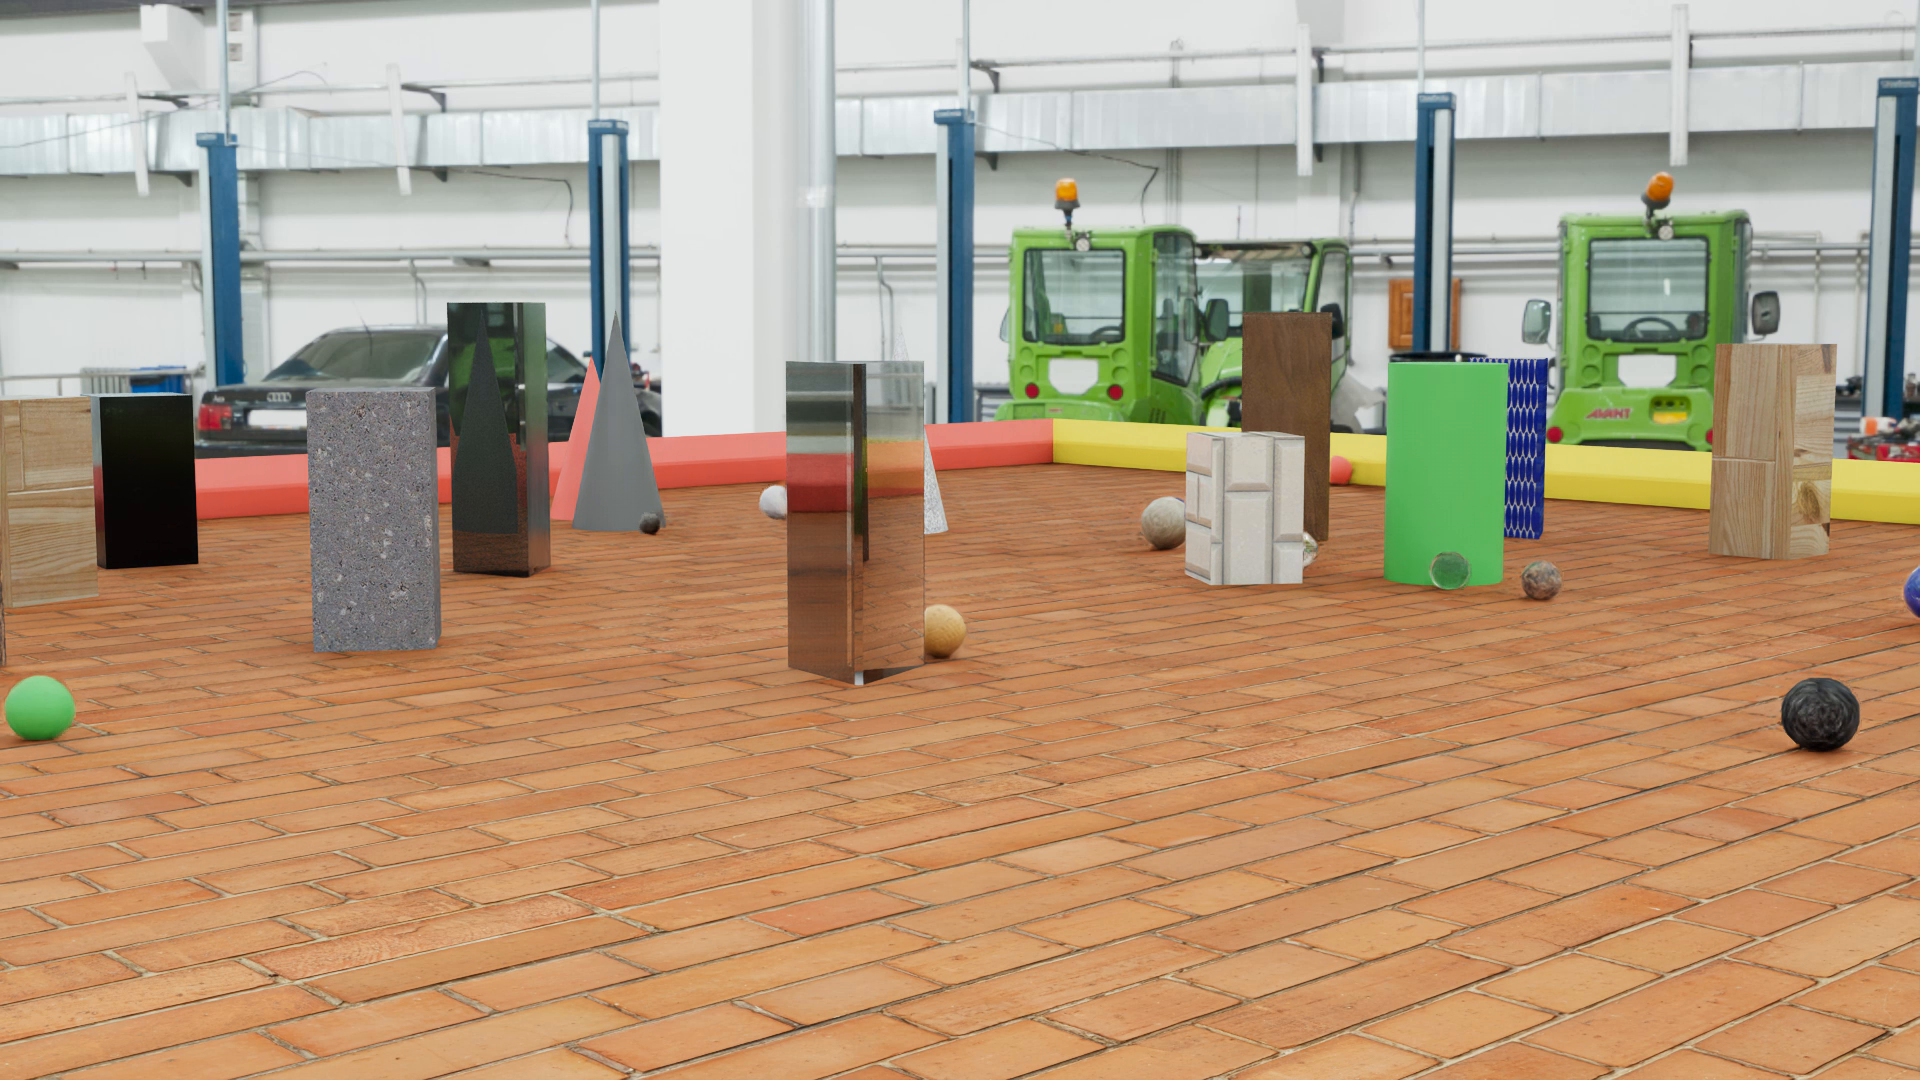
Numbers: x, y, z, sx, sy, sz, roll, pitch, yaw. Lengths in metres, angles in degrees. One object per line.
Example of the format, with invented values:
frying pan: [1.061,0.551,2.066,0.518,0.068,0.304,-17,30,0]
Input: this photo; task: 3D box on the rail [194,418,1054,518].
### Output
rail: [-1.399,-0.126,4.840,4.589,0.125,0.045,-6,8,-42]

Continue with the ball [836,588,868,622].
ball: [-0.154,0.093,3.140,0.047,0.047,0.047,0,6,0]

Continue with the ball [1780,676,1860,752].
ball: [0.868,0.176,2.219,0.075,0.075,0.075,0,6,0]

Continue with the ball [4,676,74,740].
ball: [-0.953,0.174,2.278,0.067,0.067,0.067,0,6,0]

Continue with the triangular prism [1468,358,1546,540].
triangular prism: [1.115,-0.186,4.355,0.145,0.348,0.167,-6,8,-42]

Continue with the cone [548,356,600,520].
cone: [-0.788,-0.224,4.719,0.193,0.348,0.193,0,6,0]

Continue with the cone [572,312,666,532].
cone: [-0.699,-0.249,4.490,0.193,0.445,0.193,0,6,0]

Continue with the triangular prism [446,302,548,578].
triangular prism: [-0.753,-0.175,3.736,0.167,0.455,0.145,4,7,32]

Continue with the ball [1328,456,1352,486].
ball: [0.955,-0.175,5.560,0.074,0.074,0.074,0,6,0]

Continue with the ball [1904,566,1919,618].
ball: [1.384,0.074,3.112,0.090,0.090,0.090,0,6,0]

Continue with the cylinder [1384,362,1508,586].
cylinder: [0.799,-0.113,3.620,0.193,0.356,0.193,0,6,0]

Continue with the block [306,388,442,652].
block: [-0.778,-0.031,2.931,0.154,0.338,0.154,-1,6,-10]

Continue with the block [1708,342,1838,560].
block: [1.475,-0.165,3.993,0.154,0.382,0.154,-6,8,-44]

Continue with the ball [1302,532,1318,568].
ball: [0.581,0.017,3.778,0.065,0.065,0.065,0,6,0]

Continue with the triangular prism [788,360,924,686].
triangular prism: [-0.106,-0.028,2.700,0.145,0.381,0.167,-4,7,-34]

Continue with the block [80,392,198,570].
block: [-1.441,-0.107,3.859,0.154,0.295,0.154,-4,7,-33]

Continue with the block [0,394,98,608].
block: [-1.445,-0.064,3.374,0.154,0.310,0.154,3,7,29]

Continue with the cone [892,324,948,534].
cone: [-0.120,-0.230,4.426,0.193,0.421,0.193,0,6,0]

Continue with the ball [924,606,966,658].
ball: [-0.026,0.117,2.818,0.067,0.067,0.067,0,6,0]

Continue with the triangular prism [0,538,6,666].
triangular prism: [-1.258,-0.071,2.699,0.145,0.466,0.167,-4,7,-33]

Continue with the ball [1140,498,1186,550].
ball: [0.385,-0.031,4.088,0.096,0.096,0.096,0,6,0]

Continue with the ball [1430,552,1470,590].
ball: [0.777,0.049,3.491,0.062,0.062,0.062,0,6,0]

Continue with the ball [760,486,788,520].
ball: [-0.387,-0.079,4.657,0.074,0.074,0.074,0,6,0]

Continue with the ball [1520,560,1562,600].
ball: [0.892,0.062,3.374,0.061,0.061,0.061,0,6,0]

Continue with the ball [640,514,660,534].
ball: [-0.614,-0.031,4.352,0.042,0.042,0.042,0,6,0]

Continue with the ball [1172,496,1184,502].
ball: [0.450,-0.065,4.623,0.051,0.051,0.051,0,6,0]

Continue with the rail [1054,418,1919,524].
rail: [1.669,-0.128,4.864,0.045,0.125,4.173,-6,8,-42]

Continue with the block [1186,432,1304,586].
block: [0.468,-0.055,3.632,0.154,0.239,0.154,-1,6,-10]

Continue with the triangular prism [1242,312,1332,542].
triangular prism: [0.634,-0.224,4.288,0.167,0.438,0.145,1,6,8]
